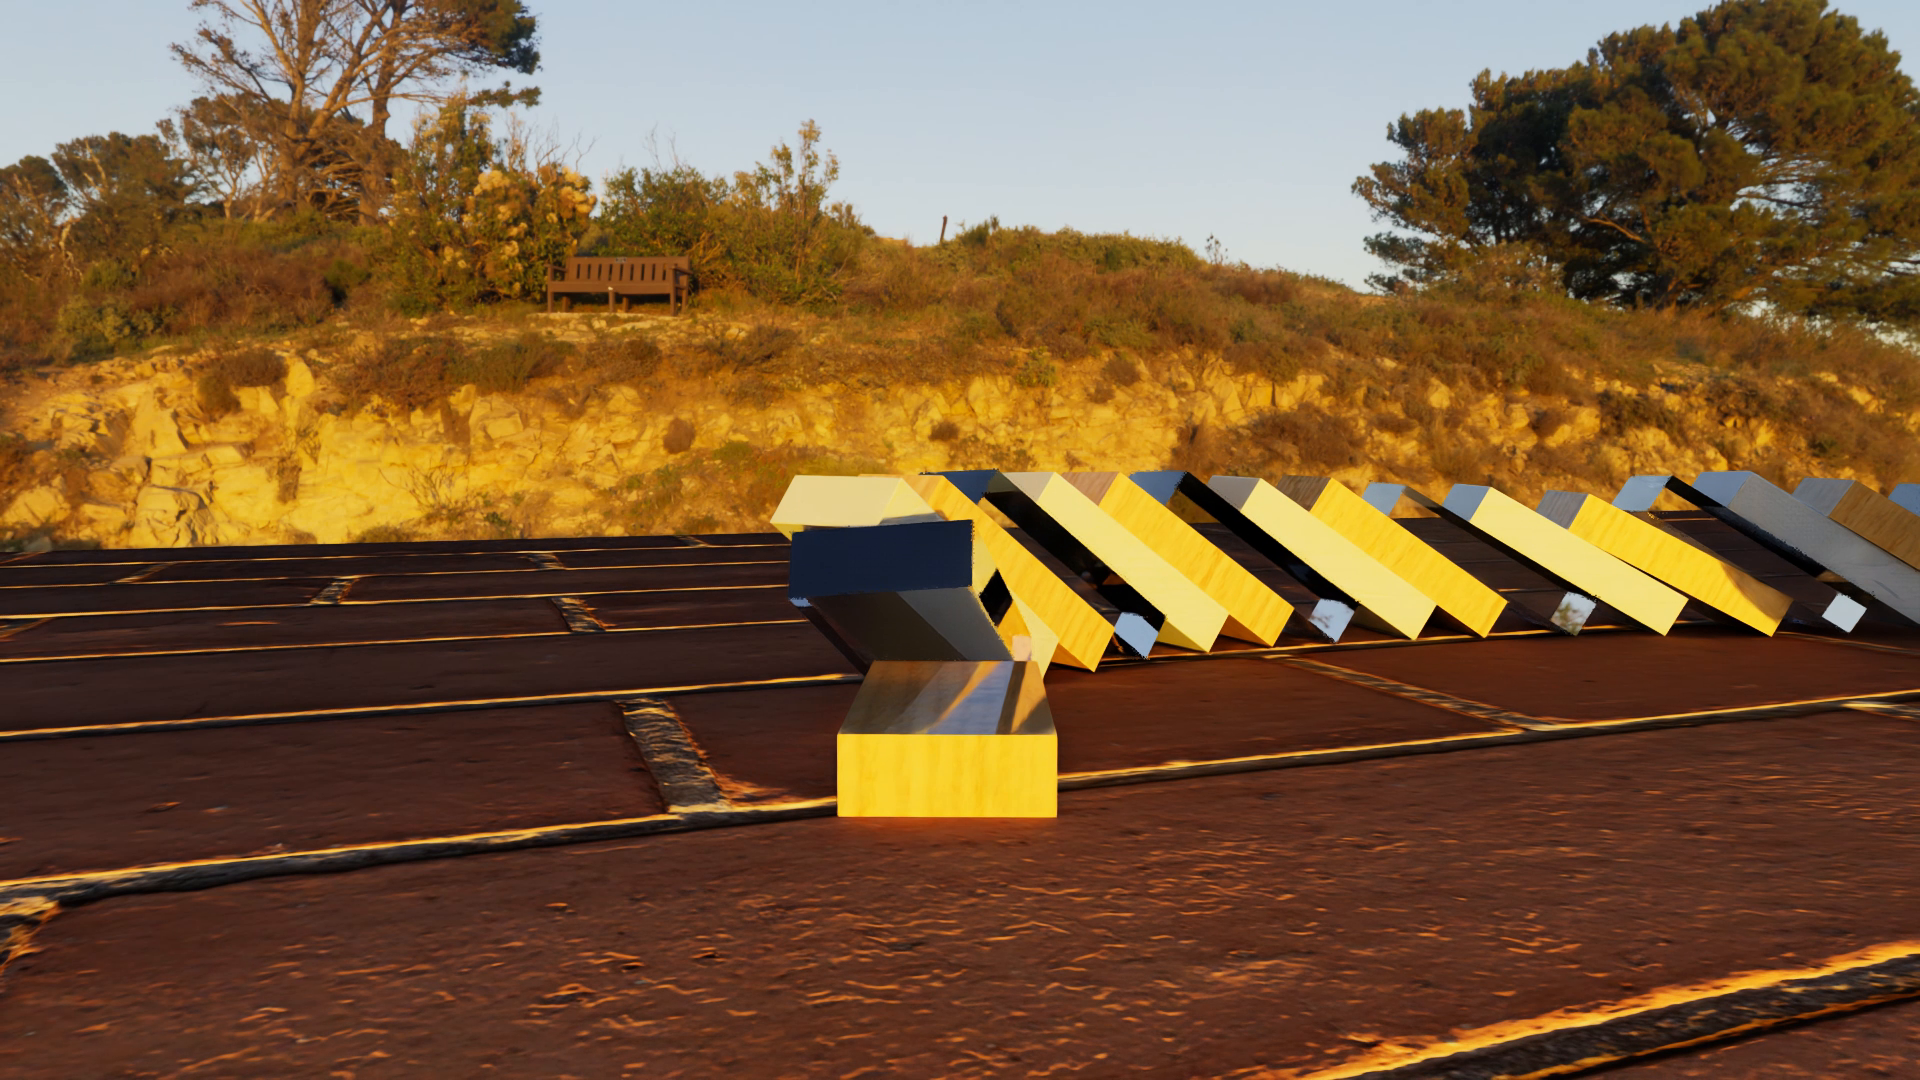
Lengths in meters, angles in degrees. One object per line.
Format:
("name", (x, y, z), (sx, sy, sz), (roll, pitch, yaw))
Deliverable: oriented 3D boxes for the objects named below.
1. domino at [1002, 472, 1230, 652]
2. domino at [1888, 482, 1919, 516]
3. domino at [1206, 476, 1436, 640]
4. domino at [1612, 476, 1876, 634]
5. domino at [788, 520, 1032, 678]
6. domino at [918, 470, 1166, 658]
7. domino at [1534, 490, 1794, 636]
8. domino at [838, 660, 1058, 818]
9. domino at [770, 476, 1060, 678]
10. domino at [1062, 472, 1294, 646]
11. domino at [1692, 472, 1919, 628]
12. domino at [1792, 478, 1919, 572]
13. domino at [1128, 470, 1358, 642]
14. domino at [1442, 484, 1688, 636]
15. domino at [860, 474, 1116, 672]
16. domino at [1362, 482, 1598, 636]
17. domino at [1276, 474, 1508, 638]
("domino", (0.028, 0.004, 0.260), (0.050, 0.010, 0.025), (37, -14, -23))
("domino", (0.236, 0.004, 0.286), (0.050, 0.010, 0.025), (31, 9, 7))
("domino", (0.078, 0.004, 0.285), (0.050, 0.009, 0.025), (33, -3, -13))
("domino", (0.179, 0.003, 0.297), (0.050, 0.010, 0.025), (33, 6, 6))
("domino", (-0.005, 0.012, 0.192), (0.025, 0.009, 0.050), (-4, -23, 11))
("domino", (0.014, 0.005, 0.247), (0.050, 0.009, 0.025), (39, -20, -29))
("domino", (0.161, 0.005, 0.297), (0.050, 0.009, 0.025), (28, 6, 2))
("domino", (-0.001, 0.025, 0.171), (0.025, 0.010, 0.050), (0, 4, 1))
("domino", (-0.007, 0.007, 0.221), (0.025, 0.010, 0.050), (4, -31, 42))
("domino", (0.043, 0.004, 0.269), (0.050, 0.010, 0.025), (36, -10, -19))
("domino", (0.195, 0.002, 0.295), (0.050, 0.010, 0.025), (33, 6, 5))
("domino", (0.216, 0.004, 0.290), (0.050, 0.010, 0.025), (33, 10, 7))
("domino", (0.059, 0.003, 0.277), (0.050, 0.009, 0.025), (35, -9, -17))
("domino", (0.138, 0.004, 0.297), (0.050, 0.010, 0.025), (30, 5, 1))
("domino", (0.003, 0.006, 0.236), (0.050, 0.010, 0.025), (40, -21, -32))
("domino", (0.117, 0.004, 0.295), (0.050, 0.010, 0.025), (30, 4, -2))
("domino", (0.095, 0.003, 0.290), (0.050, 0.010, 0.025), (33, -2, -10))
